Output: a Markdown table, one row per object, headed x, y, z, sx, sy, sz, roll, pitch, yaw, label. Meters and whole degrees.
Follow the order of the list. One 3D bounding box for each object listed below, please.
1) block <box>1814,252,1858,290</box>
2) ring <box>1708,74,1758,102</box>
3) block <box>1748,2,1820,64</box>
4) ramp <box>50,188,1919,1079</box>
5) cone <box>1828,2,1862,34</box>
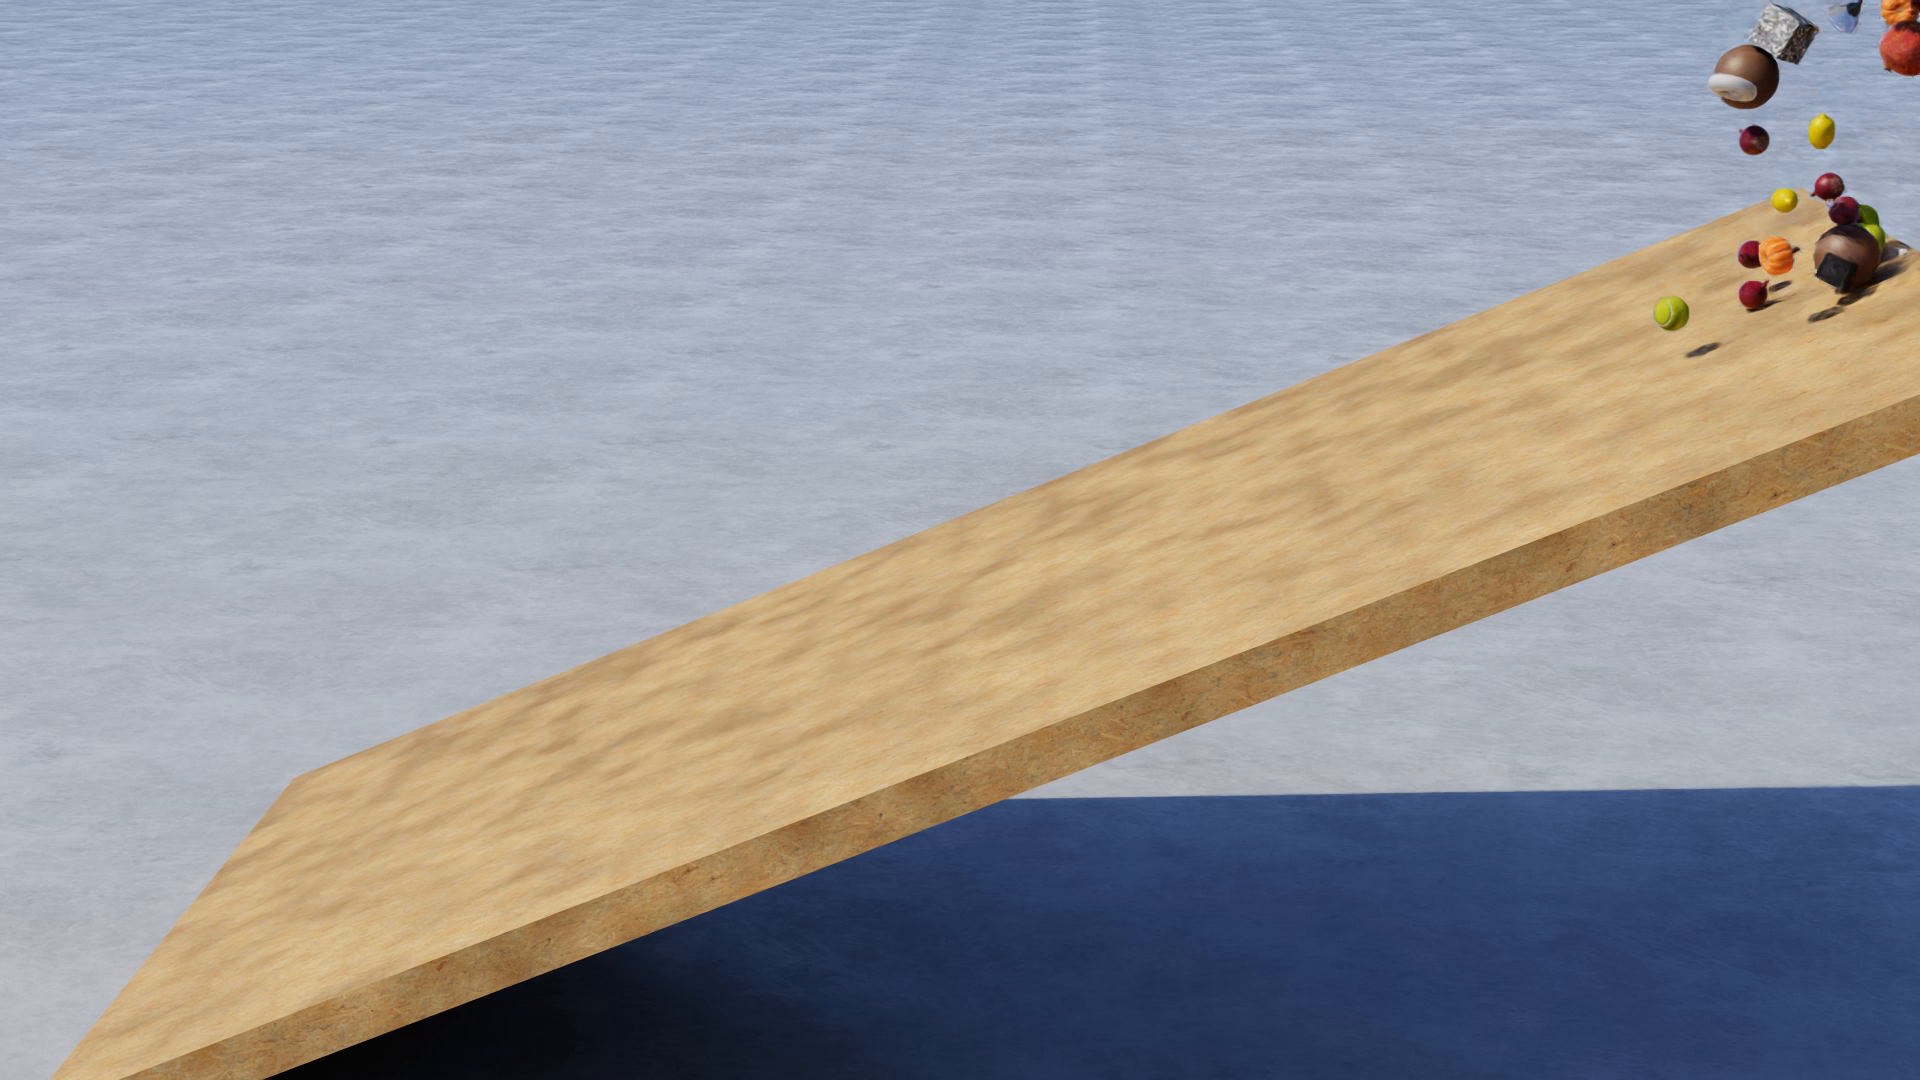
| x | y | z | sx | sy | sz | roll | pitch | yaw | label |
| --- | --- | --- | --- | --- | --- | --- | --- | --- | --- |
| 1.737 | -0.533 | 5.830 | 0.055 | 0.055 | 0.055 | 30 | 14 | 25 | block |
| 1.509 | -0.883 | 5.743 | 0.097 | 0.032 | 0.097 | 18 | 0 | 0 | ring |
| 1.642 | -1.010 | 5.862 | 0.082 | 0.082 | 0.082 | 2 | 34 | -45 | block |
| 0.126 | 0.173 | 6.289 | 4.000 | 0.100 | 2.000 | -21 | 12 | 7 | ramp |
| 1.746 | -1.037 | 5.755 | 0.067 | 0.067 | 0.067 | -6 | -19 | -23 | cone |
